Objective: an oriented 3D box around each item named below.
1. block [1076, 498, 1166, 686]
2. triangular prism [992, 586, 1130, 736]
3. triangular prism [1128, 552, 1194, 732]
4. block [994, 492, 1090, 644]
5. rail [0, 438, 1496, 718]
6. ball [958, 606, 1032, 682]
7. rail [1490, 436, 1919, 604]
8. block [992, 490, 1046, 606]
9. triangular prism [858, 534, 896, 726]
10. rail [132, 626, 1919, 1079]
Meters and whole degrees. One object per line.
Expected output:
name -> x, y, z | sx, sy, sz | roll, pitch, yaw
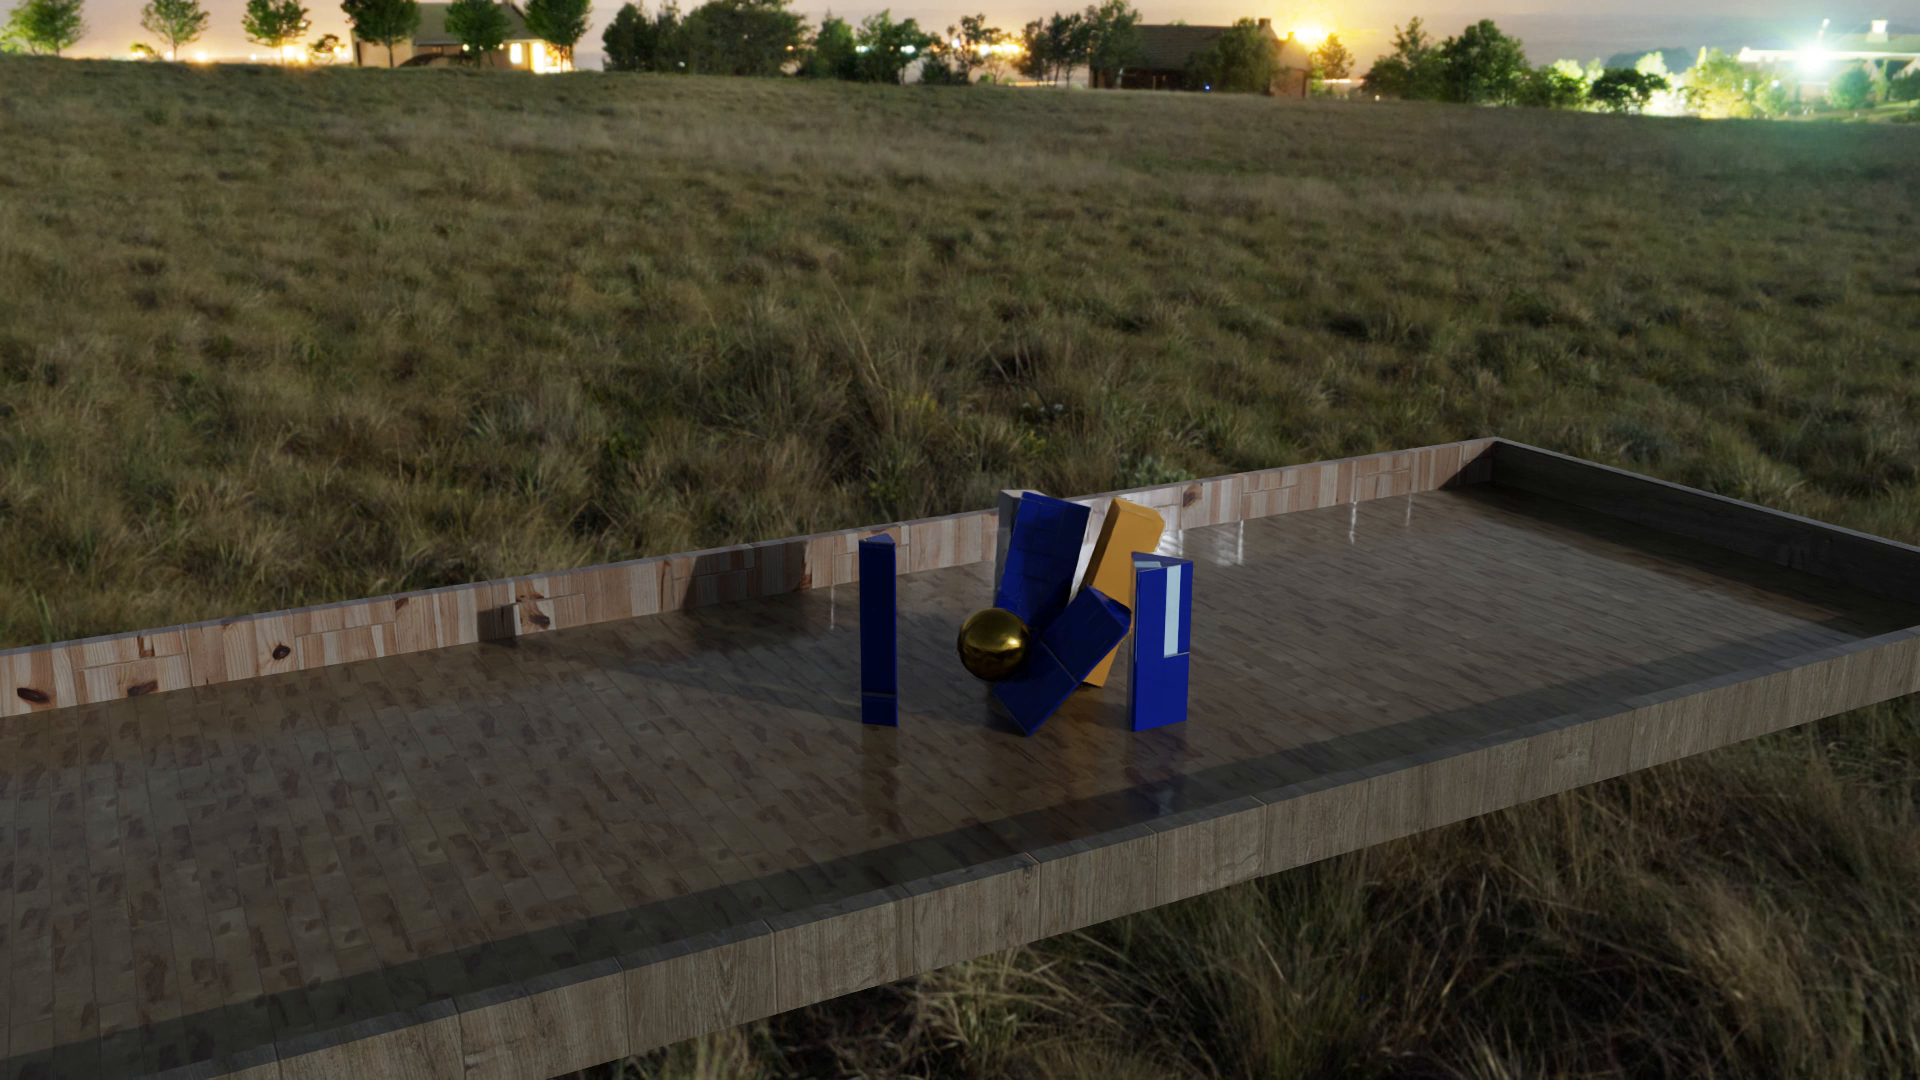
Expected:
block -> 0.368, 0.130, 4.099 | 0.116, 0.445, 0.116 | 17, 14, -9
triangular prism -> 0.256, 0.282, 3.835 | 0.146, 0.348, 0.126 | 49, 19, 25
triangular prism -> 0.437, 0.231, 3.872 | 0.154, 0.392, 0.133 | -9, 19, -28
block -> 0.197, 0.094, 4.211 | 0.172, 0.406, 0.172 | 14, 1, 0
rail -> -3.305, 0.497, 3.399 | 12.000, 0.150, 0.050 | -9, 18, -27
ball -> 0.079, 0.239, 3.779 | 0.172, 0.172, 0.172 | 0, 16, 0
rail -> 2.466, -0.048, 5.253 | 0.050, 0.150, 2.100 | -9, 18, -27
block -> 0.159, 0.070, 4.398 | 0.102, 0.393, 0.102 | 0, 12, -18
triangular prism -> -0.180, 0.209, 3.849 | 0.087, 0.448, 0.075 | 5, 17, 15
rail -> -2.336, 1.006, 1.665 | 12.000, 0.150, 0.050 | -9, 18, -27
